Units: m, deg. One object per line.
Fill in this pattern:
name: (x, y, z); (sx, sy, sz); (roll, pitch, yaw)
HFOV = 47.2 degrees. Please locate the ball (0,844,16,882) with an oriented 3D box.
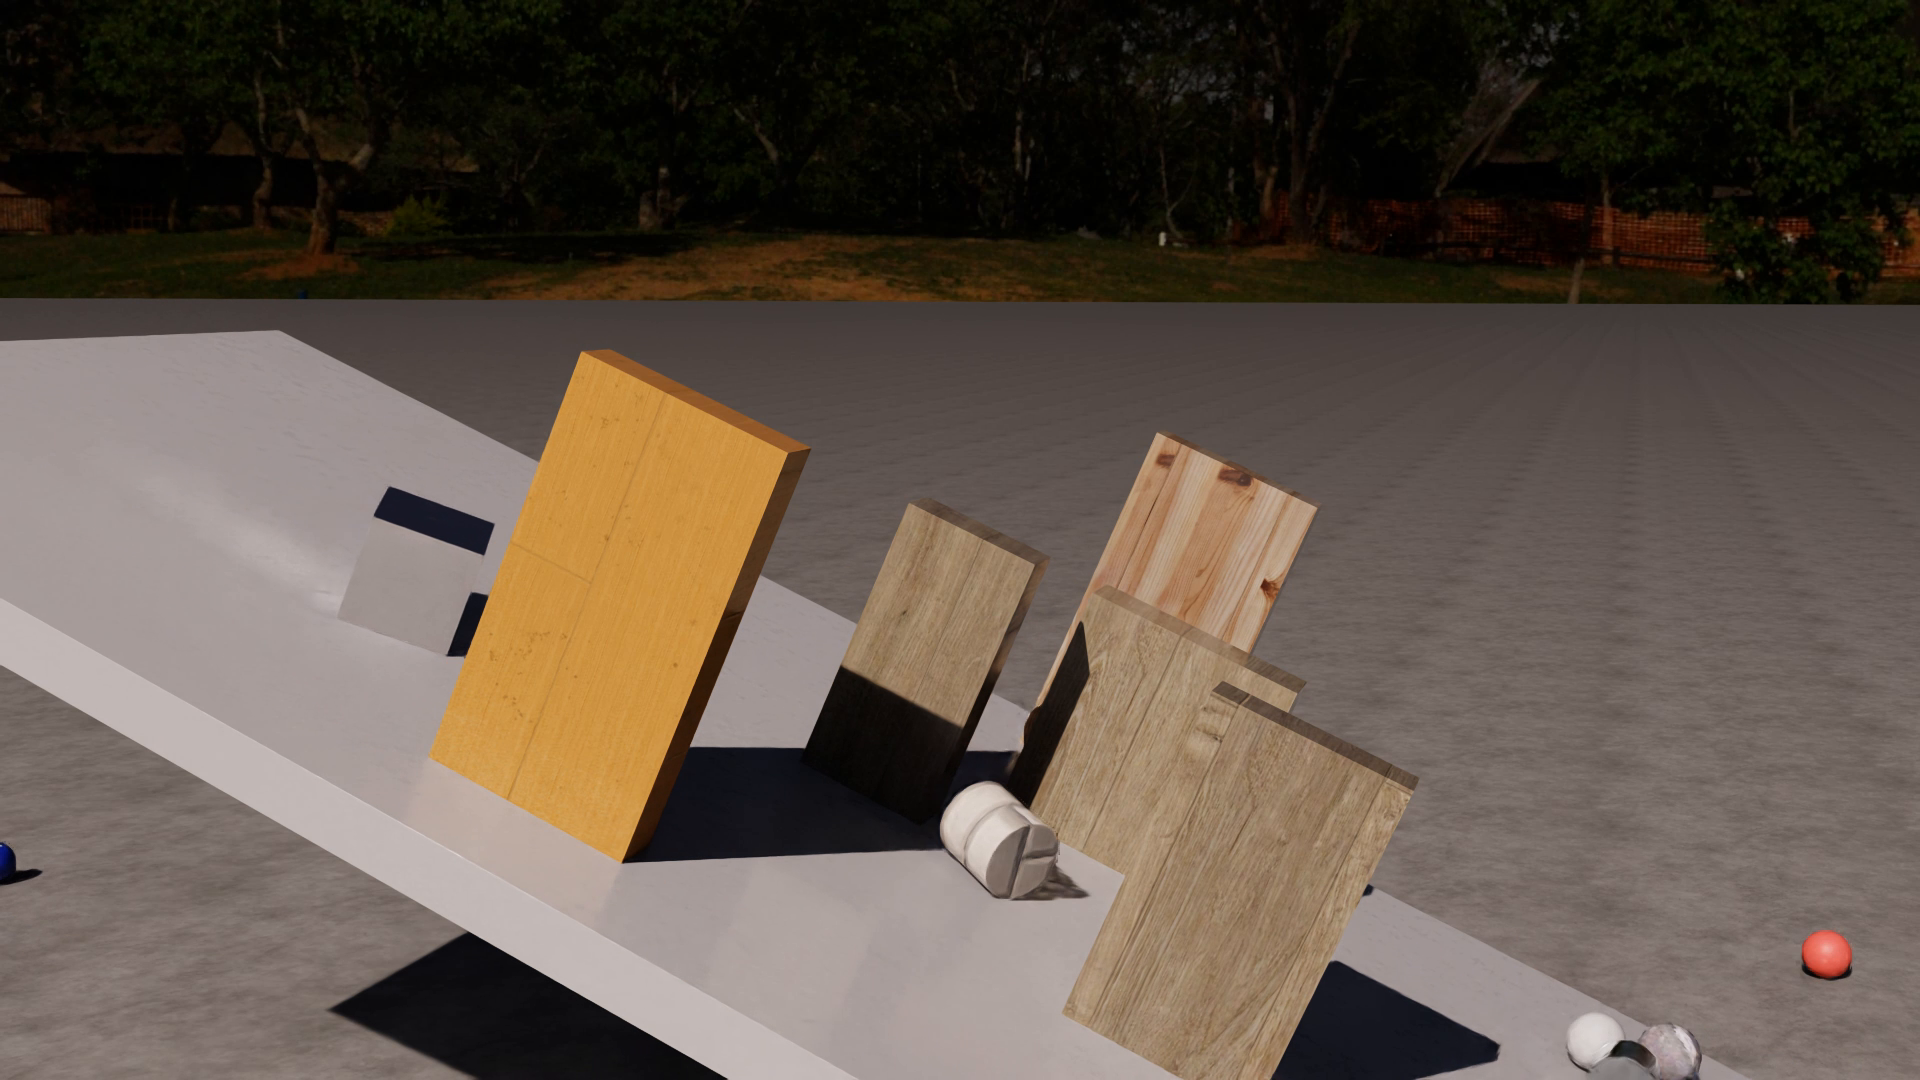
ball: (-2.940, 0.984, 6.695); (0.125, 0.125, 0.125); (0, 7, 0)

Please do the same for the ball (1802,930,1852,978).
ball: (2.285, 1.092, 5.797); (0.124, 0.124, 0.124); (0, 7, 0)

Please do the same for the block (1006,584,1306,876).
block: (0.376, 0.407, 4.347); (0.439, 0.484, 0.127); (26, 13, 13)

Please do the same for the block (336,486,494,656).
block: (-0.994, 0.055, 4.027); (0.205, 0.205, 0.205); (20, 13, -12)

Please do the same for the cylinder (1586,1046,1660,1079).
cylinder: (1.254, 1.025, 4.160); (0.129, 0.129, 0.129); (2, -9, 14)

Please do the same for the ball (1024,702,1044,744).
ball: (0.216, 0.421, 4.735); (0.159, 0.159, 0.159); (0, 7, 0)

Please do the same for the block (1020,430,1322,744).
block: (0.451, 0.184, 4.762); (0.375, 0.752, 0.083); (26, 13, 13)

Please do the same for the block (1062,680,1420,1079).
block: (0.446, 0.576, 3.540); (0.346, 0.601, 0.094); (26, 13, 13)

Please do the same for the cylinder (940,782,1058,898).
cylinder: (0.069, 0.545, 4.003); (0.156, 0.156, 0.156); (-5, 27, -34)

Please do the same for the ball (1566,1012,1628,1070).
ball: (1.257, 0.991, 4.343); (0.117, 0.117, 0.117); (0, 7, 0)

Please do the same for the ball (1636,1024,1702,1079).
ball: (1.427, 1.038, 4.428); (0.126, 0.126, 0.126); (0, 7, 0)

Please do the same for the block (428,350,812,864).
block: (-0.543, 0.104, 3.471); (0.371, 0.715, 0.098); (26, 13, 13)

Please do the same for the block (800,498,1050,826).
block: (-0.067, 0.228, 4.156); (0.265, 0.550, 0.116); (26, 13, 13)

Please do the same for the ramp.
ramp: (-0.284, 0.491, 4.181); (4.000, 0.100, 2.000); (26, 13, 13)
